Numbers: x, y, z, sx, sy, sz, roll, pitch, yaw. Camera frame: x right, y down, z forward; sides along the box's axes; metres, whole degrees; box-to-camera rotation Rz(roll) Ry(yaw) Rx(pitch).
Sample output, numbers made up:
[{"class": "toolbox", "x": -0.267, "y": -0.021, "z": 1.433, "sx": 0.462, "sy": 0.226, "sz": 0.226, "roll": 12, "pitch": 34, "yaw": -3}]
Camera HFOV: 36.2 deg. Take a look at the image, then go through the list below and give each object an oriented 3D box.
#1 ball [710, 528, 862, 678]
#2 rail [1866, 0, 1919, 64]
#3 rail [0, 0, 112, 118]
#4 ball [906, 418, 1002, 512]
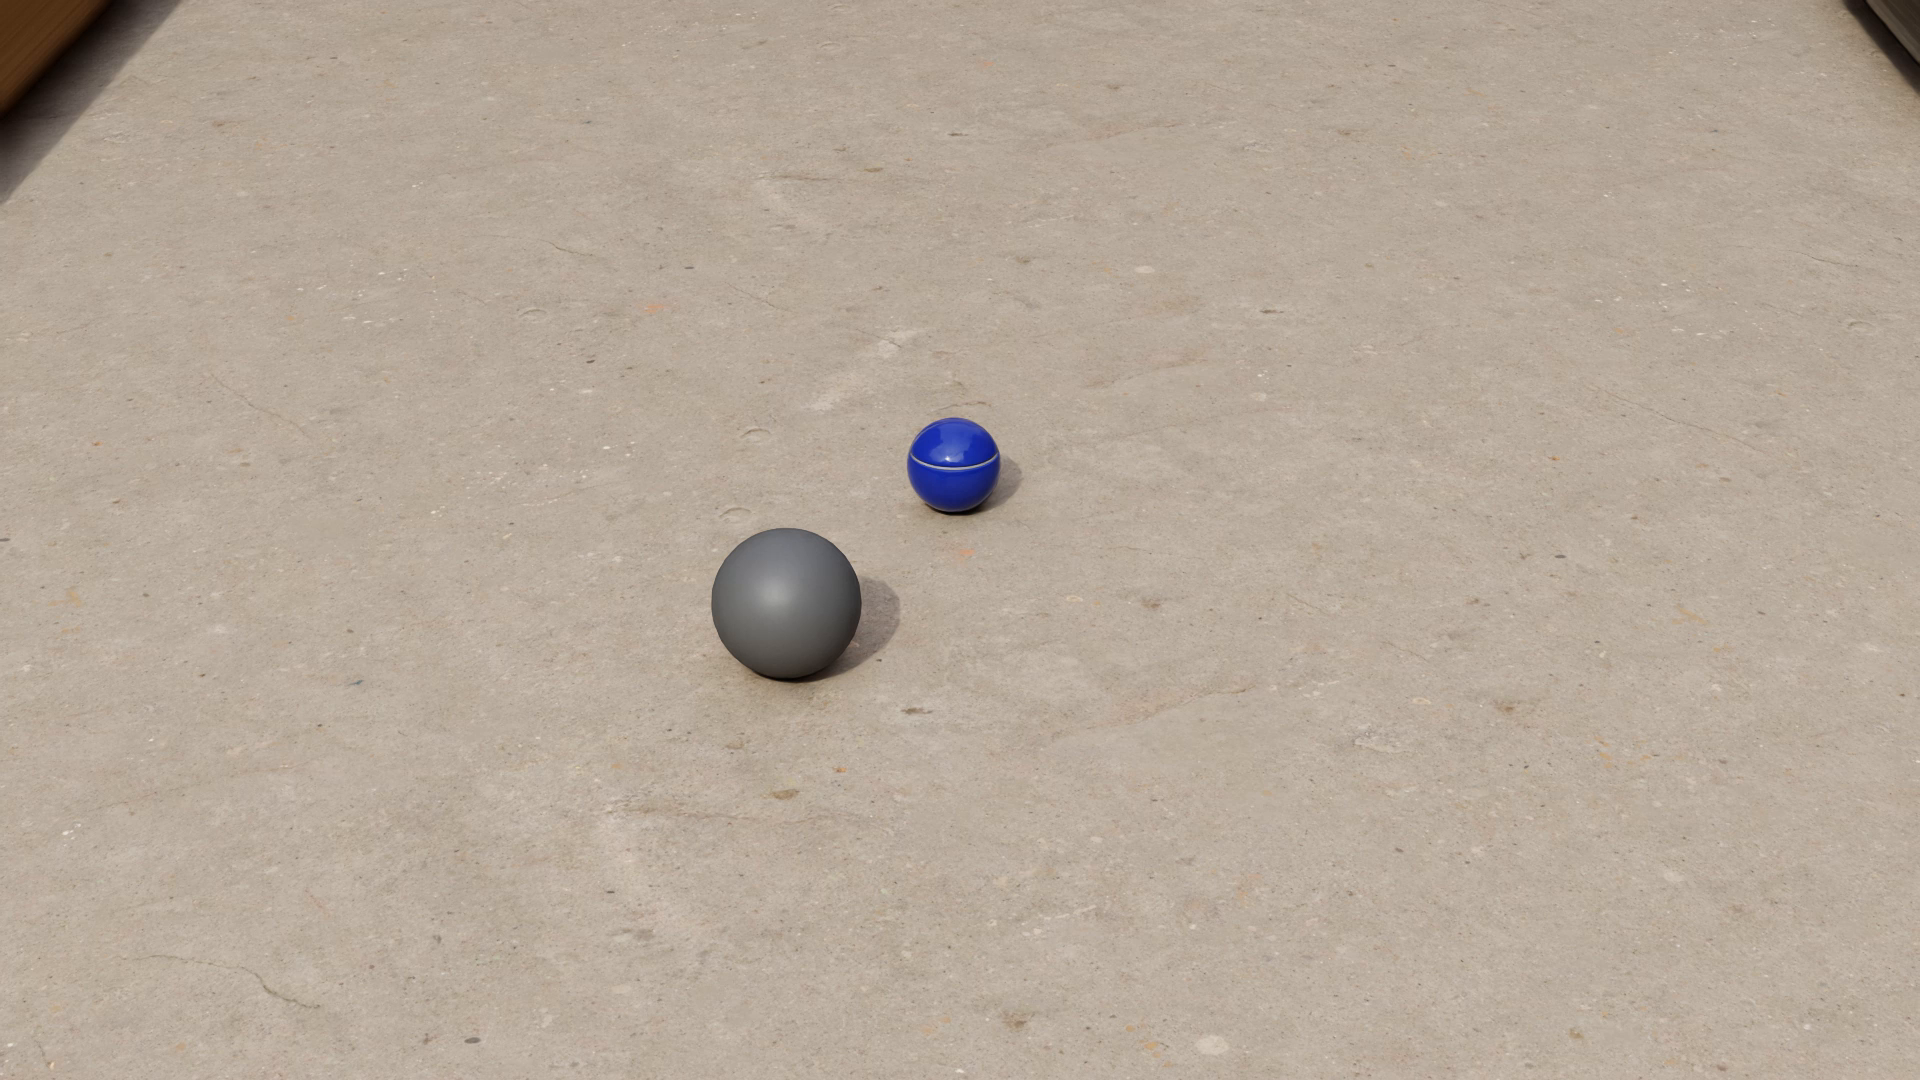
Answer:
[{"class": "ball", "x": -0.102, "y": 0.037, "z": 1.728, "sx": 0.089, "sy": 0.089, "sz": 0.089, "roll": 0, "pitch": 27, "yaw": 0}, {"class": "rail", "x": 0.873, "y": -0.363, "z": 2.476, "sx": 0.045, "sy": 0.115, "sz": 3.098, "roll": 1, "pitch": 27, "yaw": 1}, {"class": "rail", "x": -0.837, "y": -0.381, "z": 2.512, "sx": 0.045, "sy": 0.115, "sz": 3.098, "roll": 1, "pitch": 27, "yaw": 1}, {"class": "ball", "x": -0.004, "y": -0.049, "z": 1.925, "sx": 0.062, "sy": 0.062, "sz": 0.062, "roll": 0, "pitch": 27, "yaw": 0}]
